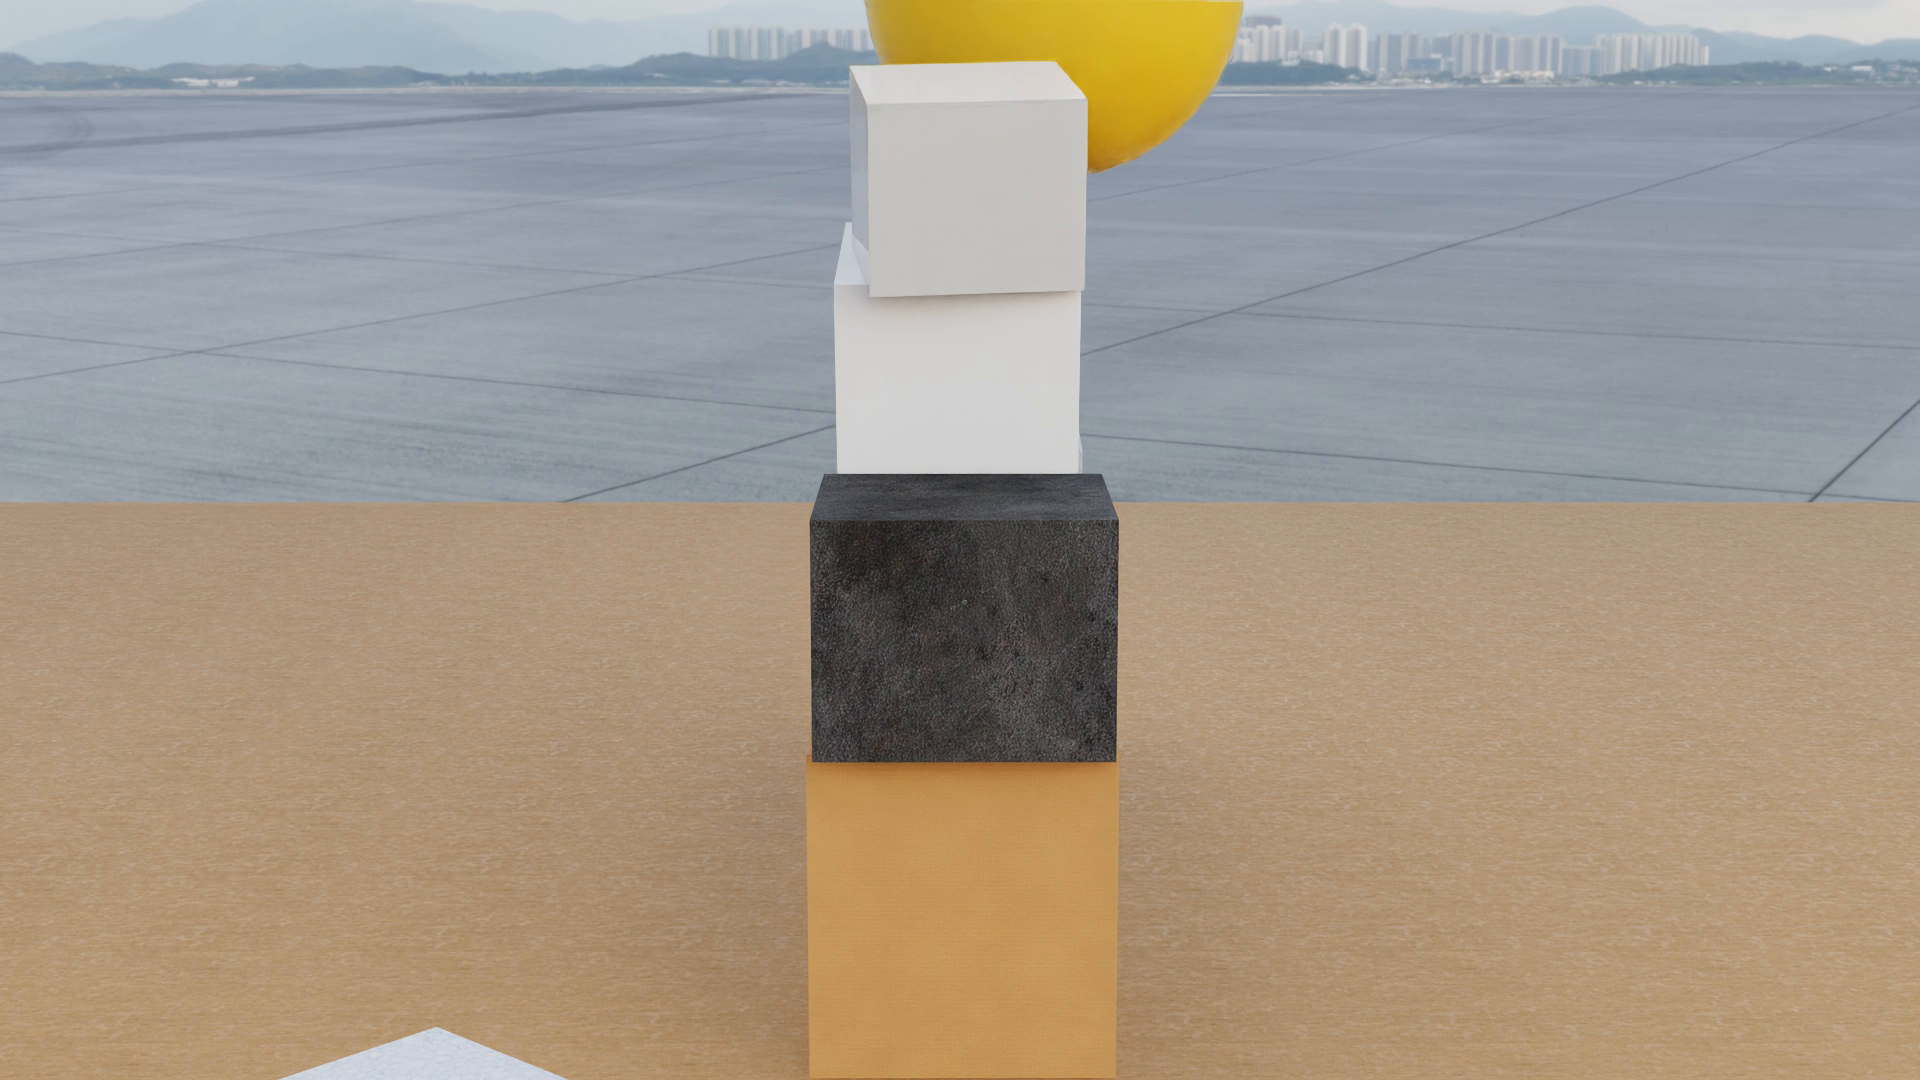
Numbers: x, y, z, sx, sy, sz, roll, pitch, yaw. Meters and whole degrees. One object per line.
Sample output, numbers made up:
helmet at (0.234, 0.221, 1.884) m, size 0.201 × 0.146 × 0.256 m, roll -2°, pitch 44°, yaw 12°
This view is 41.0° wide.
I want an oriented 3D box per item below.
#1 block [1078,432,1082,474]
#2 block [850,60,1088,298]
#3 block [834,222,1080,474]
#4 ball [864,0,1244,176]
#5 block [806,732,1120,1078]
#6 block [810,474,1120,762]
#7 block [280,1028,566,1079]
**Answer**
block at (0.023, -0.018, 11.166) m, size 0.964 × 1.029 × 0.990 m, roll 0°, pitch 17°, yaw 0°
block at (0.018, -1.352, 9.529) m, size 0.787 × 0.702 × 0.737 m, roll -3°, pitch 21°, yaw -7°
block at (-0.007, -0.673, 10.040) m, size 0.909 × 0.933 × 0.947 m, roll 0°, pitch 21°, yaw 0°
ball at (0.394, -2.323, 10.758) m, size 1.600 × 1.600 × 1.600 m, roll 0°, pitch 10°, yaw 0°
block at (0.008, 1.238, 9.452) m, size 1.084 × 1.182 × 0.961 m, roll 0°, pitch 10°, yaw 0°
block at (0.013, 0.256, 9.199) m, size 1.041 × 0.841 × 1.014 m, roll 0°, pitch 10°, yaw 0°
block at (-1.528, 1.899, 6.931) m, size 0.751 × 0.784 × 0.876 m, roll 9°, pitch 14°, yaw 41°
